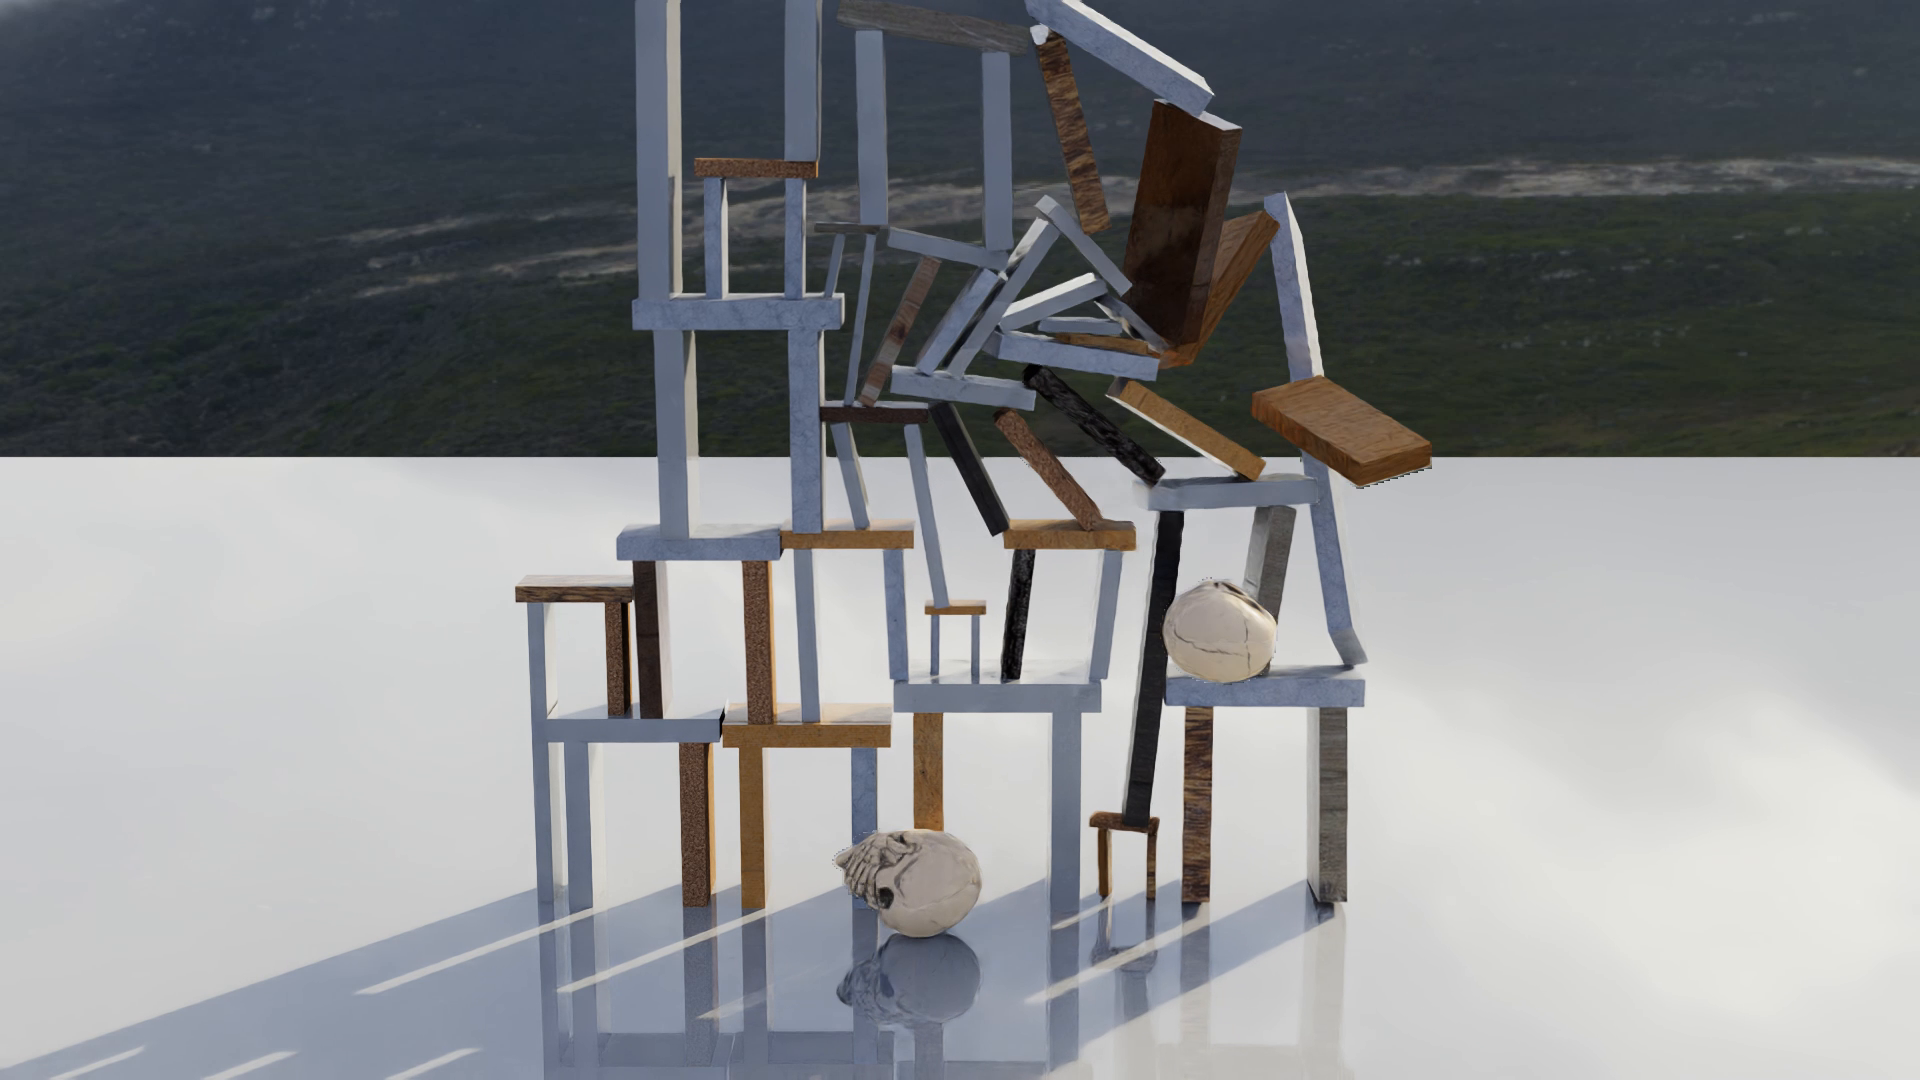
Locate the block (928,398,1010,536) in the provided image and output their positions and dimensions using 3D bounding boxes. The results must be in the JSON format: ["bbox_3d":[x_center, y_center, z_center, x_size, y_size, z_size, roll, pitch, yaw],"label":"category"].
[{"bbox_3d":[0.015,-0.123,3.537,0.032,0.229,0.114,-26,9,5],"label":"block"}]

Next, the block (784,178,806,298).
[{"bbox_3d":[-0.259,-0.477,3.467,0.026,0.186,0.093,1,11,-1],"label":"block"}]

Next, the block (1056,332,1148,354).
[{"bbox_3d":[0.229,-0.324,3.570,0.134,0.019,0.067,6,10,-20],"label":"block"}]

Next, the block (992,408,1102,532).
[{"bbox_3d":[0.140,-0.119,3.538,0.032,0.229,0.114,-40,8,6],"label":"block"}]

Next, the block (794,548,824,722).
[{"bbox_3d":[-0.246,0.145,3.586,0.030,0.284,0.107,-2,11,0],"label":"block"}]

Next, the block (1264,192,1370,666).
[{"bbox_3d":[0.625,-0.212,3.882,0.041,0.903,0.144,-13,-31,16],"label":"block"}]

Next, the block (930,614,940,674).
[{"bbox_3d":[-0.041,0.165,3.594,0.014,0.100,0.050,0,11,0],"label":"block"}]

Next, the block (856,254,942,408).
[{"bbox_3d":[-0.098,-0.335,3.495,0.027,0.254,0.095,25,8,-7],"label":"block"}]

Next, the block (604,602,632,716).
[{"bbox_3d":[-0.558,0.184,3.598,0.027,0.187,0.094,0,11,0],"label":"block"}]

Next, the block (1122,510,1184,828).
[{"bbox_3d":[0.318,0.205,3.632,0.039,0.520,0.139,6,7,2],"label":"block"}]

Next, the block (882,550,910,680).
[{"bbox_3d":[-0.103,0.110,3.580,0.030,0.213,0.107,-2,11,1],"label":"block"}]

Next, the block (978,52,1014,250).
[{"bbox_3d":[0.056,-0.610,3.451,0.042,0.300,0.147,-2,11,-1],"label":"block"}]

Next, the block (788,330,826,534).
[{"bbox_3d":[-0.244,-0.183,3.527,0.046,0.321,0.161,0,11,0],"label":"block"}]

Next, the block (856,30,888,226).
[{"bbox_3d":[-0.137,-0.644,3.443,0.042,0.293,0.147,-1,11,-1],"label":"block"}]

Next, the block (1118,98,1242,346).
[{"bbox_3d":[0.345,-0.506,3.505,0.043,0.359,0.152,-15,36,-39],"label":"block"}]

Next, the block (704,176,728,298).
[{"bbox_3d":[-0.384,-0.477,3.468,0.026,0.186,0.093,0,11,0],"label":"block"}]

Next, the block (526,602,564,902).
[{"bbox_3d":[-0.683,0.341,3.627,0.027,0.506,0.094,0,11,0],"label":"block"}]

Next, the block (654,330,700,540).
[{"bbox_3d":[-0.453,-0.178,3.528,0.046,0.332,0.161,-1,11,0],"label":"block"}]

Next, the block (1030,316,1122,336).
[{"bbox_3d":[0.186,-0.345,3.530,0.134,0.019,0.067,2,12,-9],"label":"block"}]

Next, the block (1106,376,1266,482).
[{"bbox_3d":[0.368,-0.183,3.592,0.262,0.037,0.131,31,2,-8],"label":"block"}]

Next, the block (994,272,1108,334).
[{"bbox_3d":[0.140,-0.380,3.525,0.182,0.026,0.091,-22,14,-6],"label":"block"}]

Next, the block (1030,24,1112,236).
[{"bbox_3d":[0.171,-0.643,3.427,0.043,0.304,0.152,-15,23,3],"label":"block"}]

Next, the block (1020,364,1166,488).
[{"bbox_3d":[0.214,-0.191,3.557,0.262,0.037,0.131,39,6,-9],"label":"block"}]

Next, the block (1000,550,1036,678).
[{"bbox_3d":[0.094,0.110,3.583,0.030,0.212,0.106,6,10,-2],"label":"block"}]

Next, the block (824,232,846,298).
[{"bbox_3d":[-0.198,-0.437,3.482,0.014,0.101,0.050,12,10,-2],"label":"block"}]

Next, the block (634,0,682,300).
[{"bbox_3d":[-0.471,-0.657,3.440,0.048,0.549,0.168,1,11,0],"label":"block"}]

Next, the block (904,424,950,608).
[{"bbox_3d":[-0.053,-0.044,3.550,0.024,0.300,0.085,-9,10,1],"label":"block"}]

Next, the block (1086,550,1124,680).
[{"bbox_3d":[0.235,0.111,3.582,0.030,0.211,0.106,6,10,-1],"label":"block"}]

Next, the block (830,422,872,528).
[{"bbox_3d":[-0.174,-0.109,3.538,0.024,0.171,0.086,-13,10,3],"label":"block"}]

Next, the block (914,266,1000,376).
[{"bbox_3d":[-0.007,-0.350,3.489,0.027,0.190,0.095,34,7,-10],"label":"block"}]

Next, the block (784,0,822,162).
[{"bbox_3d":[-0.244,-0.762,3.424,0.048,0.337,0.168,1,11,-1],"label":"block"}]

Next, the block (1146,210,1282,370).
[{"bbox_3d":[0.413,-0.415,3.671,0.041,0.287,0.144,37,-13,-17],"label":"block"}]

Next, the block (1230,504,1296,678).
[{"bbox_3d":[0.499,0.077,3.629,0.039,0.277,0.139,9,5,-4],"label":"block"}]

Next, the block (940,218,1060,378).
[{"bbox_3d":[0.061,-0.385,3.490,0.026,0.280,0.091,34,5,-15],"label":"block"}]

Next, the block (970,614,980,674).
[{"bbox_3d":[0.025,0.166,3.592,0.014,0.100,0.050,0,11,0],"label":"block"}]

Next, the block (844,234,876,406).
[{"bbox_3d":[-0.158,-0.352,3.496,0.014,0.272,0.050,8,10,-2],"label":"block"}]
